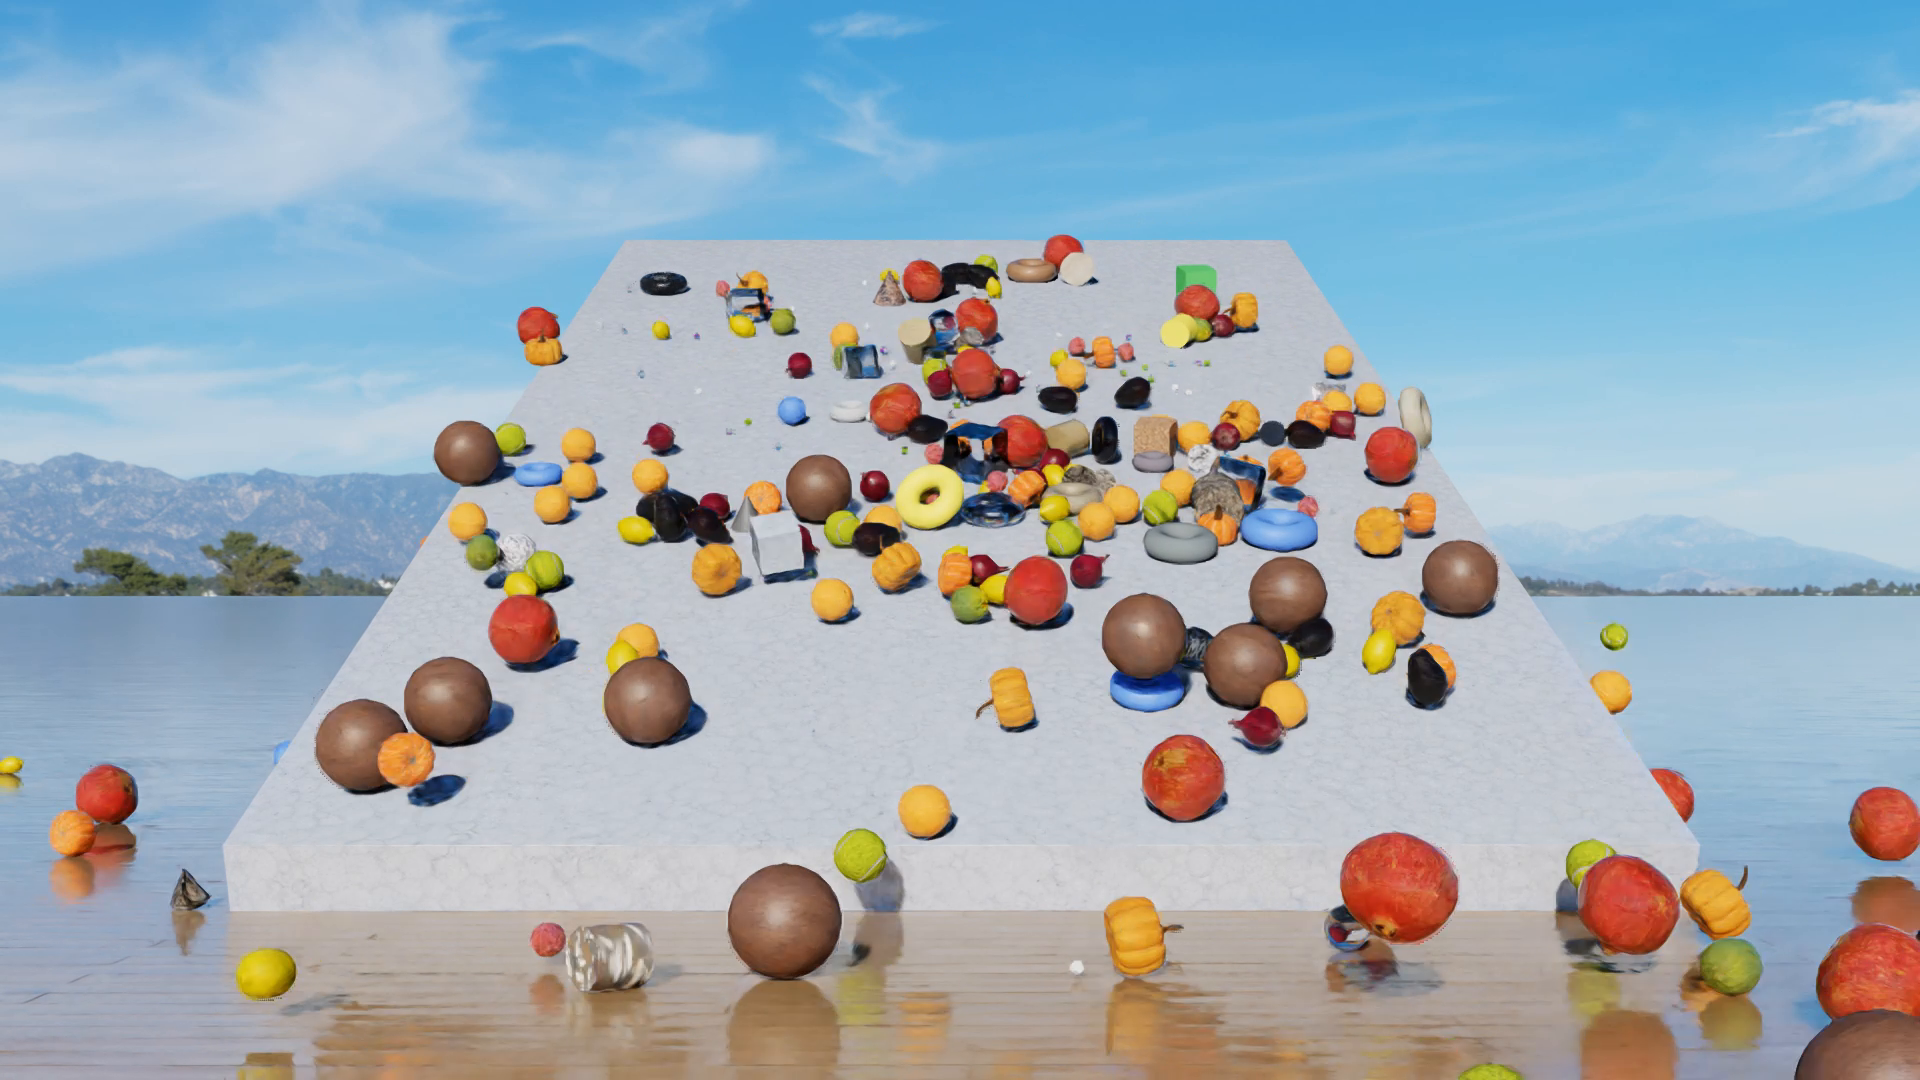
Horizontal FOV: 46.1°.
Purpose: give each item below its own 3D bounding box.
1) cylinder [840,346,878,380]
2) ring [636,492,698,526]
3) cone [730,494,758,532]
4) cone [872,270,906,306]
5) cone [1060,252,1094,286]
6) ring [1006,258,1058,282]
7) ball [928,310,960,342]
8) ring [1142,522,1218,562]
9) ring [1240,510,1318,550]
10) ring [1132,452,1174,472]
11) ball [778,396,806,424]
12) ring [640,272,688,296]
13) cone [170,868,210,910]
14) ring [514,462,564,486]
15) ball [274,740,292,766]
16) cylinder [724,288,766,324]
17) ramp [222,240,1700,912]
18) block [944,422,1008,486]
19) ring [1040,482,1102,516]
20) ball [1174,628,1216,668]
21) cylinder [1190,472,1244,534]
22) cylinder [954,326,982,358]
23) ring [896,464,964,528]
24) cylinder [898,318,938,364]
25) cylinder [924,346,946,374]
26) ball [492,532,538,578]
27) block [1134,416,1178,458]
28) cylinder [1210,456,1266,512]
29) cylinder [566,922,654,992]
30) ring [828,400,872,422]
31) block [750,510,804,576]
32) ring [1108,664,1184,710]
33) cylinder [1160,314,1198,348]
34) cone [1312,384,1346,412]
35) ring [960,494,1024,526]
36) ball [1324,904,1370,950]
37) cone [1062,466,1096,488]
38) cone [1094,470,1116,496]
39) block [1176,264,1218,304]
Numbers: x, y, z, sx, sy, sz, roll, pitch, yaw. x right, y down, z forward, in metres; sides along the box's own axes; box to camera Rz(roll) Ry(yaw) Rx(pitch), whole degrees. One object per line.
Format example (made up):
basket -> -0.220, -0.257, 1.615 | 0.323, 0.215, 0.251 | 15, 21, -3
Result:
cylinder -> -0.237, -0.420, 5.317 | 0.076, 0.076, 0.076 | -5, 0, -13
ring -> -0.563, -0.060, 4.343 | 0.121, 0.040, 0.121 | 1, 20, 0
cone -> -0.404, -0.056, 4.292 | 0.067, 0.067, 0.067 | 0, 19, 0
cone -> -0.188, -0.680, 6.036 | 0.092, 0.092, 0.092 | 0, 19, 0
cone -> 0.338, -0.745, 6.299 | 0.096, 0.096, 0.096 | 0, -8, 16
ring -> 0.201, -0.754, 6.319 | 0.144, 0.048, 0.144 | 1, 18, 0
ball -> -0.043, -0.520, 5.485 | 0.081, 0.081, 0.081 | 0, -1, 0
ring -> 0.406, 0.005, 4.154 | 0.139, 0.046, 0.139 | 1, 18, 0
ring -> 0.598, -0.020, 4.222 | 0.145, 0.048, 0.145 | 1, 18, 0
ring -> 0.398, -0.161, 4.654 | 0.086, 0.029, 0.086 | 0, 18, 0
ball -> -0.369, -0.284, 4.951 | 0.062, 0.062, 0.062 | 0, -1, 0
ring -> -0.810, -0.700, 6.166 | 0.131, 0.044, 0.131 | 1, 20, 0
cone -> -1.064, 0.473, 3.104 | 0.053, 0.053, 0.053 | -2, 22, 1
ring -> -0.852, -0.133, 4.564 | 0.097, 0.032, 0.097 | -1, 18, 0
ball -> -1.576, 0.514, 5.325 | 0.085, 0.085, 0.085 | 0, -1, 0
cylinder -> -0.557, -0.608, 5.841 | 0.085, 0.085, 0.085 | -9, 2, -19
ramp -> -0.004, -0.200, 4.958 | 2.000, 0.100, 4.000 | 0, 19, 0
block -> 0.032, -0.176, 4.594 | 0.095, 0.095, 0.095 | 12, 22, 30
ring -> 0.217, -0.080, 4.405 | 0.120, 0.040, 0.120 | -1, 20, 0
ball -> 0.378, 0.173, 3.623 | 0.066, 0.066, 0.066 | 0, -1, 0
cylinder -> 0.489, -0.069, 4.292 | 0.094, 0.094, 0.094 | 0, 19, 1
cylinder -> 0.020, -0.484, 5.501 | 0.054, 0.054, 0.054 | 1, -30, -28
ring -> -0.058, -0.083, 4.310 | 0.138, 0.138, 0.046 | -1, -31, 22
cylinder -> -0.101, -0.479, 5.427 | 0.082, 0.082, 0.082 | 0, -29, 13
cylinder -> -0.061, -0.430, 5.382 | 0.054, 0.054, 0.054 | 0, 19, 0
ball -> -0.791, 0.026, 4.015 | 0.082, 0.082, 0.082 | 0, -1, 0
block -> 0.409, -0.210, 4.722 | 0.076, 0.076, 0.076 | 6, 20, 15
cylinder -> 0.534, -0.109, 4.378 | 0.092, 0.092, 0.092 | 13, -2, -5
cylinder -> -0.384, 0.458, 2.478 | 0.070, 0.070, 0.070 | 3, -3, -39
ring -> -0.244, -0.285, 5.000 | 0.098, 0.033, 0.098 | 0, 21, 0
block -> -0.325, 0.005, 3.996 | 0.077, 0.077, 0.077 | -11, 32, -13
ring -> 0.290, 0.230, 3.518 | 0.116, 0.039, 0.116 | 2, 24, -1
cylinder -> 0.545, -0.520, 5.613 | 0.073, 0.073, 0.073 | -1, 17, 25
cone -> 0.835, -0.330, 5.022 | 0.071, 0.071, 0.071 | 1, -20, -46
ring -> 0.062, -0.059, 4.339 | 0.124, 0.041, 0.124 | 0, 18, 0
ball -> 0.472, 0.472, 2.748 | 0.056, 0.056, 0.056 | 0, -1, 0
cone -> 0.238, -0.108, 4.497 | 0.070, 0.070, 0.070 | 0, -7, 4
cone -> 0.290, -0.110, 4.513 | 0.054, 0.054, 0.054 | 0, -8, 17
block -> 0.636, -0.689, 6.074 | 0.087, 0.087, 0.087 | -4, 20, -11
